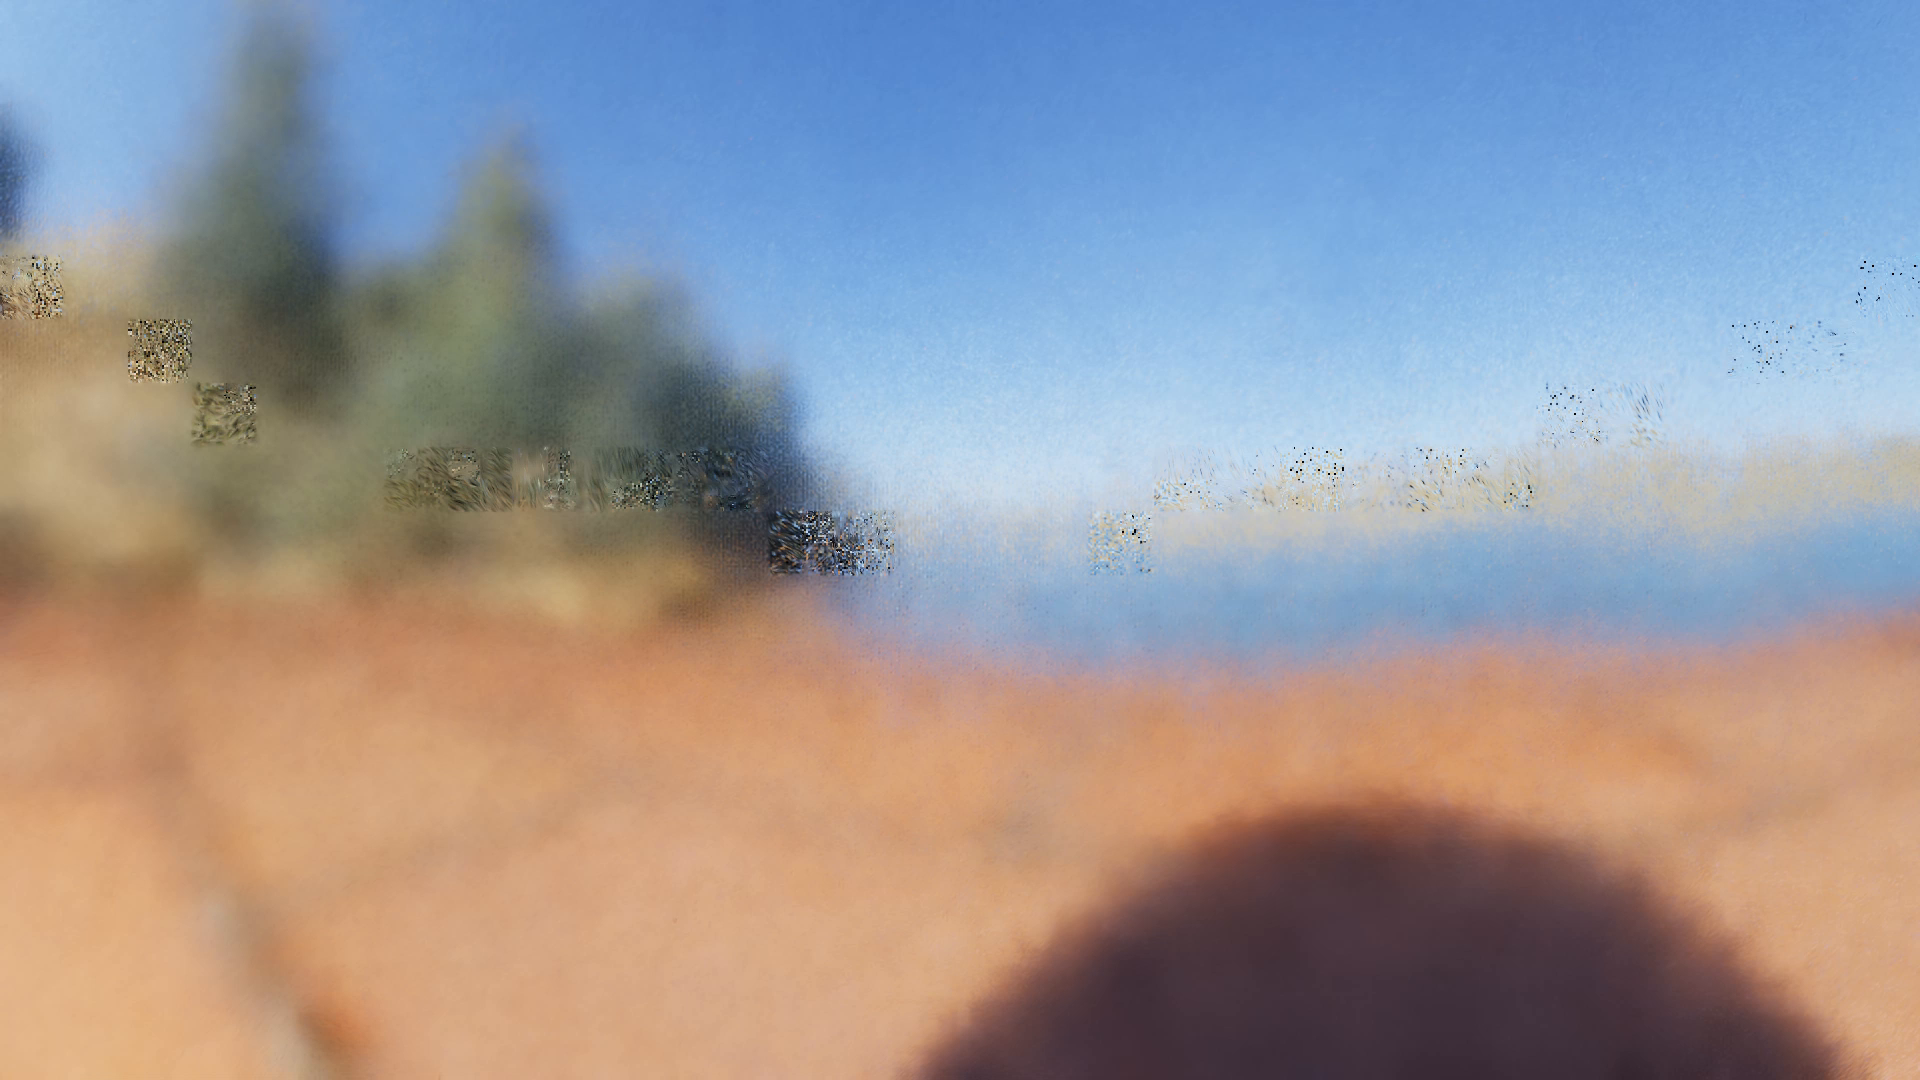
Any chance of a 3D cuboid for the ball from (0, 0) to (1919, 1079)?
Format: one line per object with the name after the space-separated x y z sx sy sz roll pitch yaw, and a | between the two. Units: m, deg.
0.000 -0.002 0.056 0.080 0.080 0.080 0 4 0 | ball
